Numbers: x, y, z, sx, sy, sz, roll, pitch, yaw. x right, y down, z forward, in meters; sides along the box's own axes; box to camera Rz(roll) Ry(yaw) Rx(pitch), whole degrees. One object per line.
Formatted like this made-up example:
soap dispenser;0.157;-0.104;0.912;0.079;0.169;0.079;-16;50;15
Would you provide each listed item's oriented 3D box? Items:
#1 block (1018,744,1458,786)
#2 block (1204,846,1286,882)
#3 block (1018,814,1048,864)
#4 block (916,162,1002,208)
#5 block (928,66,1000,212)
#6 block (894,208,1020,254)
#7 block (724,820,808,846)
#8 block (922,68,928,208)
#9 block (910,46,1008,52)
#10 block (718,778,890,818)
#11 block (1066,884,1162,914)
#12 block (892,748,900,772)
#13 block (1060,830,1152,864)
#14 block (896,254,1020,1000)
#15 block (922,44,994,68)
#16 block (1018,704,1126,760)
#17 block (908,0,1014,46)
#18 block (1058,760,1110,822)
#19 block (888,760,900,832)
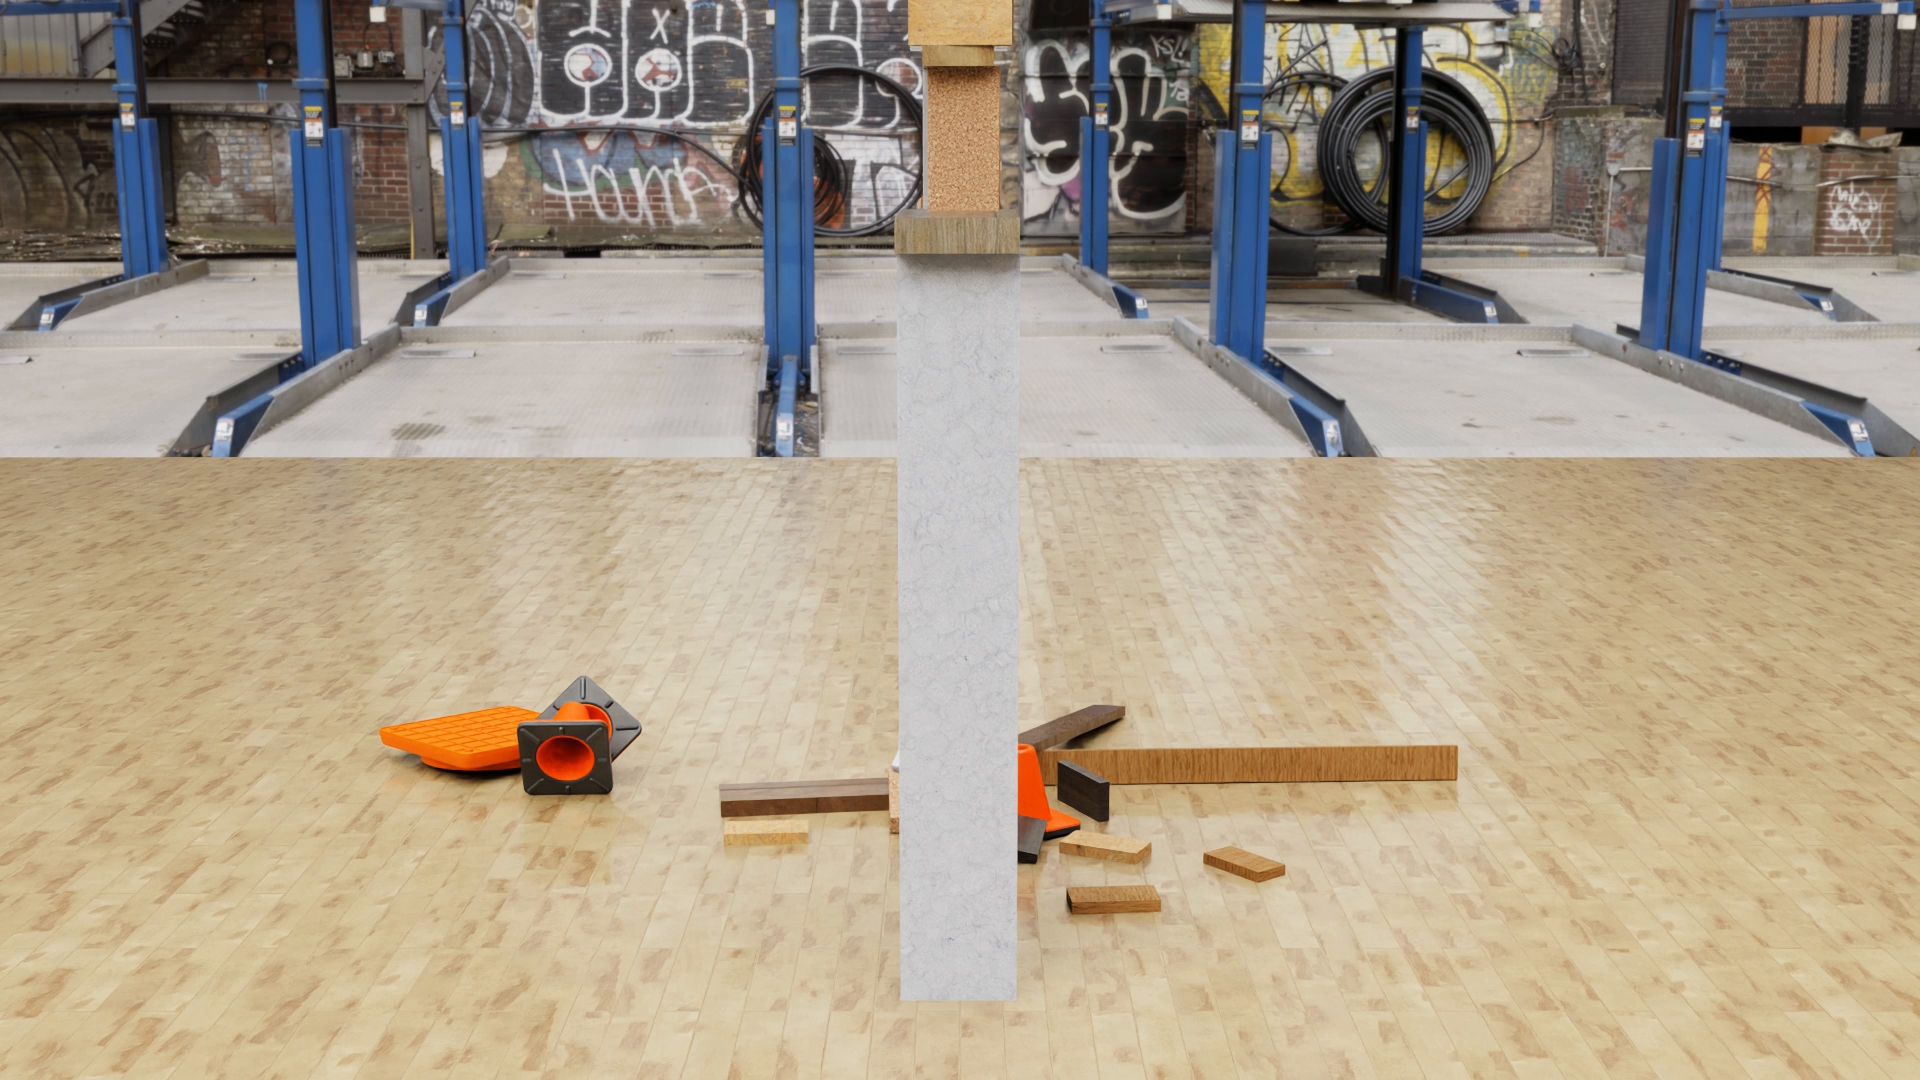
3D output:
block;0.495;0.440;4.294;0.961;0.066;0.019;0;4;-3
block;0.489;0.558;3.790;0.066;0.019;0.131;-8;13;-38
block;0.113;0.526;3.878;0.066;0.019;0.131;11;21;7
block;-0.002;-0.567;3.534;0.075;0.021;0.150;17;-38;-22
block;0.006;-0.589;3.227;0.104;0.208;0.029;1;11;5
block;-0.003;-0.444;3.151;0.170;0.048;0.340;0;11;0
block;-0.348;0.526;3.955;0.150;0.021;0.075;-1;11;-4
block;-0.004;-0.593;3.360;0.104;0.248;0.029;0;11;1
block;-0.001;-0.899;3.353;0.149;0.299;0.042;0;8;0
block;-0.252;0.484;4.155;0.402;0.031;0.109;-1;11;-8
block;0.252;0.590;3.611;0.146;0.021;0.073;-1;11;-5
block;-0.065;0.416;4.131;0.113;0.016;0.057;9;49;18
block;0.256;0.541;3.875;0.146;0.021;0.073;5;12;26
block;-0.002;0.135;3.143;0.170;1.087;0.048;0;10;0
block;-0.003;-0.717;3.270;0.104;0.029;0.208;0;11;0
block;0.176;0.392;4.412;0.073;0.021;0.810;1;3;22
block;0.002;-0.863;3.155;0.149;0.299;0.042;1;11;4
block;0.230;0.469;4.115;0.021;0.075;0.159;-5;12;-26
block;-0.077;0.475;4.080;0.109;0.031;0.219;1;22;-3
